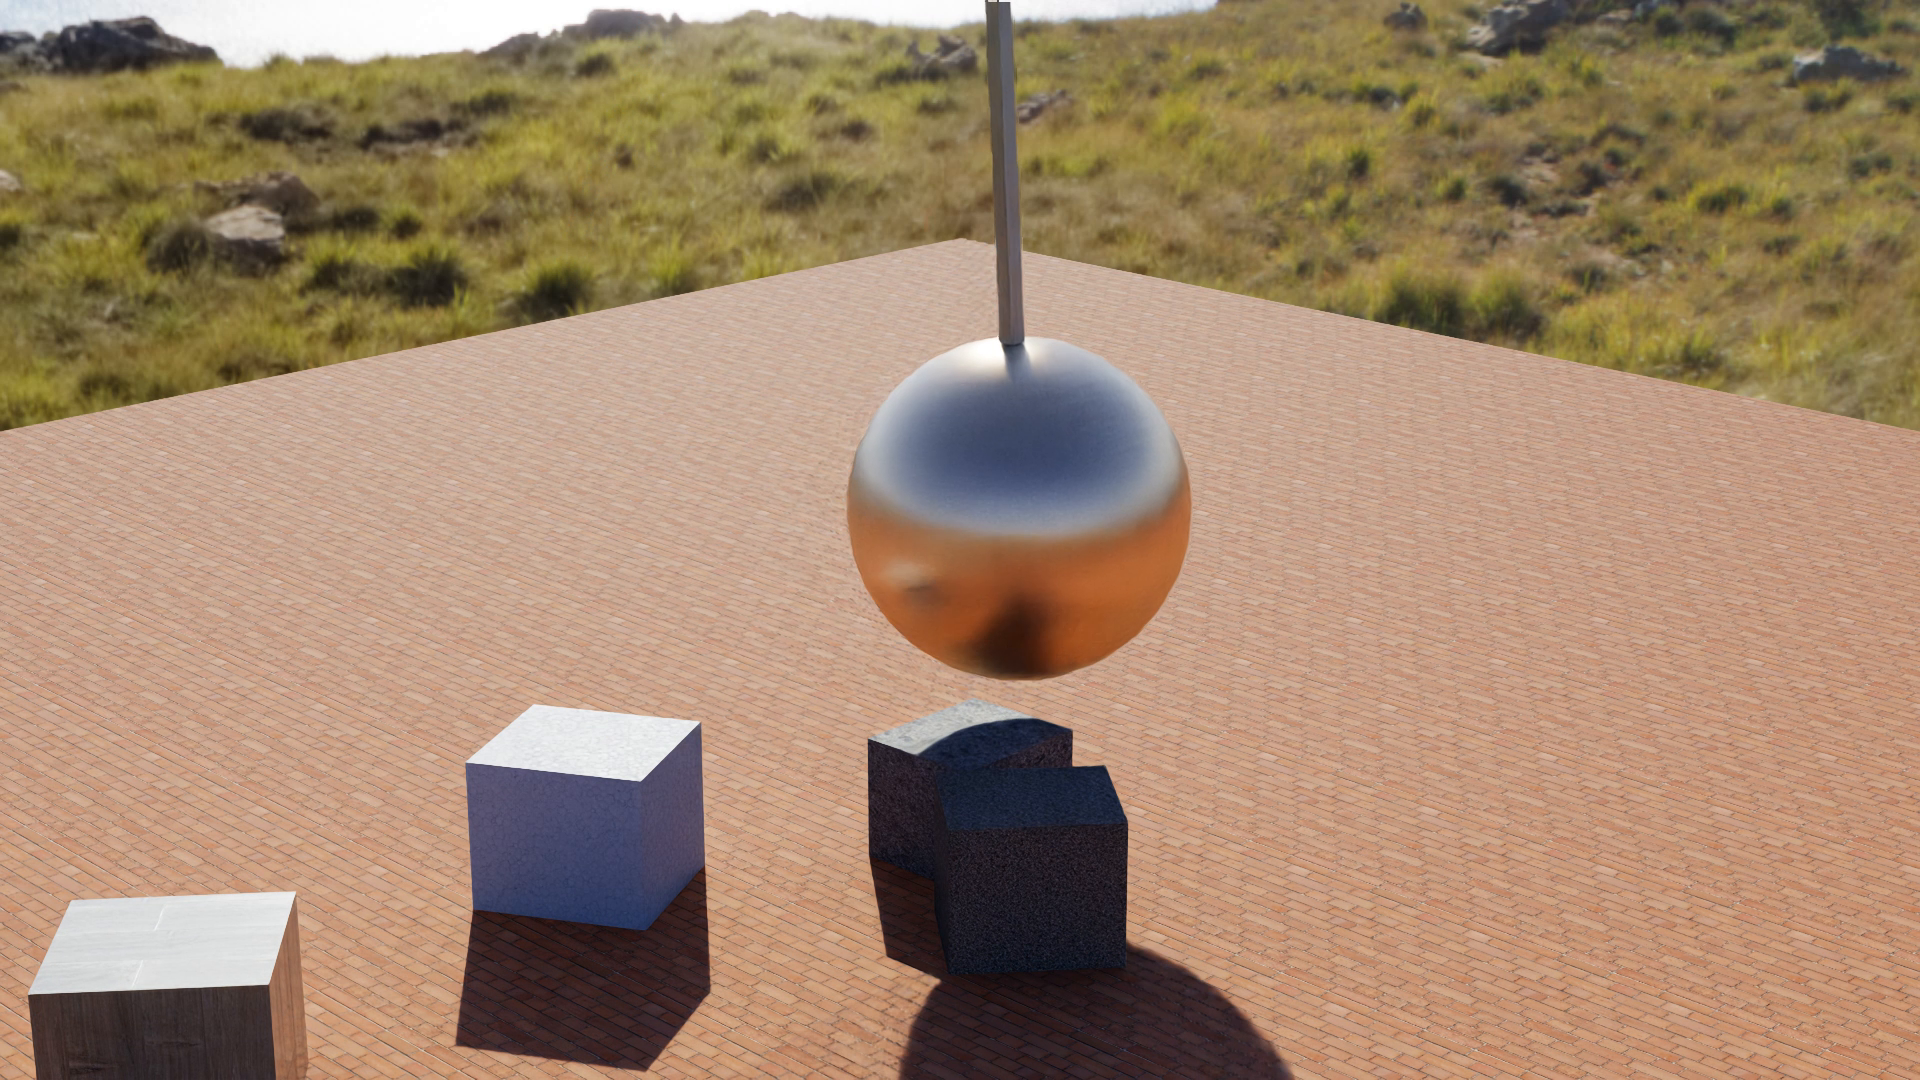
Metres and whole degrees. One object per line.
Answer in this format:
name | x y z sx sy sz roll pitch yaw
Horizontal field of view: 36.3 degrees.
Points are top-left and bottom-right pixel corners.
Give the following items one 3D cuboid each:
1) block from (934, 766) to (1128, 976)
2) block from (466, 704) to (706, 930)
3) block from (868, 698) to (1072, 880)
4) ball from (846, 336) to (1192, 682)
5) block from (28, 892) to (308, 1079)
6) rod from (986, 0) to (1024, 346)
block | 0.297 1.422 12.706 0.760 0.667 0.653 -2 18 -6
block | -1.677 1.239 13.225 0.825 0.706 0.746 5 18 15
block | 0.049 1.175 13.629 0.623 0.585 0.723 16 23 40
ball | 0.273 -0.147 13.582 1.600 1.600 1.600 0 17 0
block | -2.987 1.867 11.158 0.859 0.748 0.821 -2 18 -5
rod | 0.118 -3.338 12.417 0.080 5.200 0.080 17 28 42
